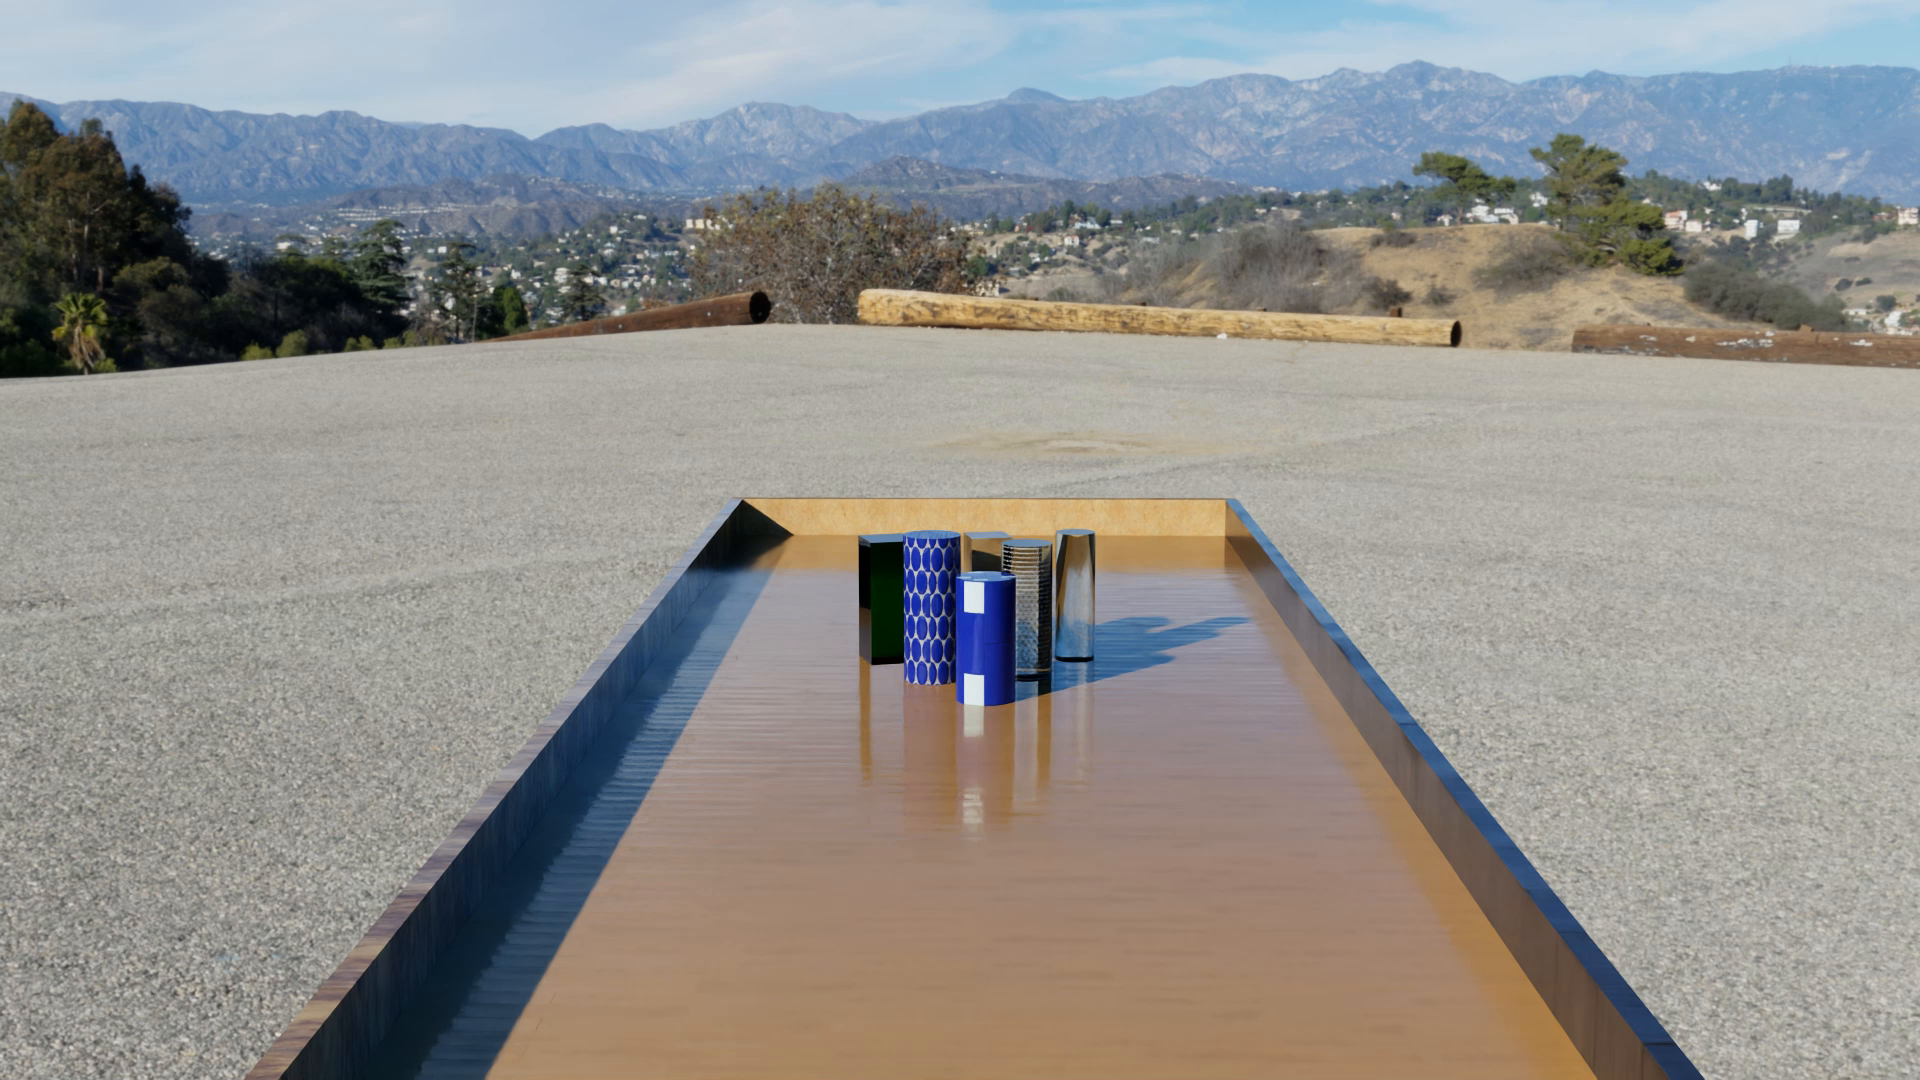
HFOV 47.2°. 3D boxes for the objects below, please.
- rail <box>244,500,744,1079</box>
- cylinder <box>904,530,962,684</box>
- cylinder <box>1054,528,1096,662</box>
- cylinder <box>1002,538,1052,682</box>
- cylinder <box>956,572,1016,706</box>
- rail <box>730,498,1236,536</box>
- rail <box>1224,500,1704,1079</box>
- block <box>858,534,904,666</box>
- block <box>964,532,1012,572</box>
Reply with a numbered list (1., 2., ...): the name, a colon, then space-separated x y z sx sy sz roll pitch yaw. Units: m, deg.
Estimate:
1. rail: -1.004 0.839 3.234 0.050 0.150 12.000 0 9 1
2. cylinder: -0.081 0.195 6.412 0.168 0.428 0.168 0 9 0
3. cylinder: 0.350 0.169 6.692 0.121 0.392 0.121 0 9 0
4. cylinder: 0.195 0.205 6.447 0.150 0.398 0.150 0 9 0
5. cylinder: 0.072 0.274 6.157 0.168 0.351 0.168 0 9 0
6. rail: 0.099 -0.098 9.147 2.100 0.150 0.050 0 9 1
7. rail: 1.046 0.843 3.208 0.050 0.150 12.000 0 9 1
8. block: -0.213 0.178 6.692 0.156 0.374 0.156 -3 9 -16
9. block: 0.085 0.173 6.694 0.125 0.382 0.125 -2 9 -11
